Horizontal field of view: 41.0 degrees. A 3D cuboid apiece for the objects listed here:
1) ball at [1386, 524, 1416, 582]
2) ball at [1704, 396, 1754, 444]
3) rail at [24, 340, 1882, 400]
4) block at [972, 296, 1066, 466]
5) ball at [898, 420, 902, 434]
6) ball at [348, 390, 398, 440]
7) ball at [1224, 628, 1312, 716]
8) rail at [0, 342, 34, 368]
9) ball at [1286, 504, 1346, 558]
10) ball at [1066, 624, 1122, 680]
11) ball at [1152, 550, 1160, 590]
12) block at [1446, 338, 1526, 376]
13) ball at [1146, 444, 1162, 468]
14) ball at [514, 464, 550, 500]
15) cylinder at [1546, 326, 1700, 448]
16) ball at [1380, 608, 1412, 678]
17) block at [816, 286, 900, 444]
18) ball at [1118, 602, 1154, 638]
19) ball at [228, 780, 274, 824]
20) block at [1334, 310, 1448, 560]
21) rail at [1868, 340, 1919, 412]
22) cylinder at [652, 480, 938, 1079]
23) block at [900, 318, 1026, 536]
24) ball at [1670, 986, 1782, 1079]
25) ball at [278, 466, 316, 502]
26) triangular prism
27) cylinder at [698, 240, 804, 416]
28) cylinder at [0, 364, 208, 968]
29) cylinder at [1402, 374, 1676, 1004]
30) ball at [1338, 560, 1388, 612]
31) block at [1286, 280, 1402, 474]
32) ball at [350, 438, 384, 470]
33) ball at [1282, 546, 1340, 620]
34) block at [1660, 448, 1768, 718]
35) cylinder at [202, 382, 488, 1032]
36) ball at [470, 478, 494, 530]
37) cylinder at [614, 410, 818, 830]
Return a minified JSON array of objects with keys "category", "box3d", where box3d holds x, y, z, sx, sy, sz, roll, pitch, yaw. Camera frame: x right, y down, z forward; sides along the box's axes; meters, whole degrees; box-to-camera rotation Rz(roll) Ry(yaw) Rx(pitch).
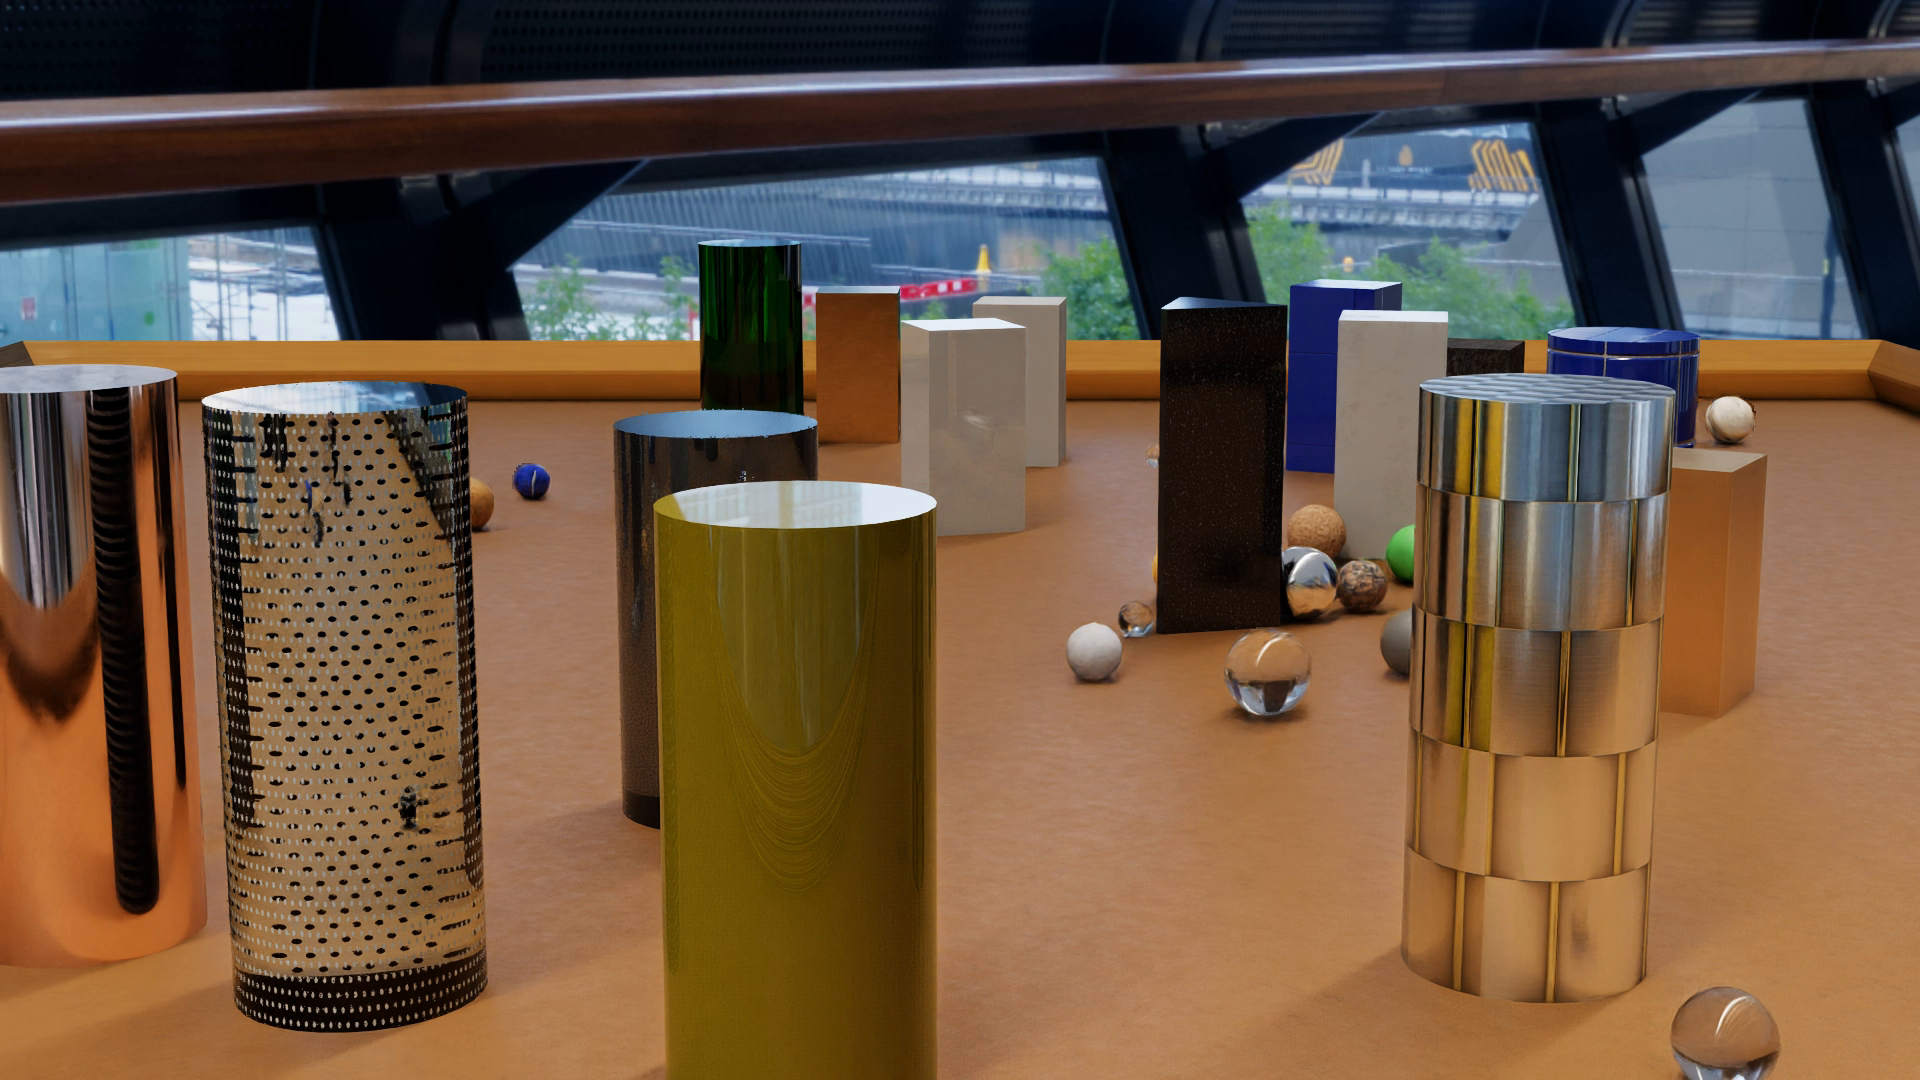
[{"category":"ball","box3d":[0.648,0.020,3.651,0.083,0.083,0.083,0,10,0]},{"category":"ball","box3d":[1.499,-0.234,4.999,0.092,0.092,0.092,0,10,0]},{"category":"rail","box3d":[-0.013,-0.371,5.633,4.094,0.129,0.045,0,10,0]},{"category":"block","box3d":[0.112,-0.296,4.771,0.158,0.297,0.158,1,11,7]},{"category":"ball","box3d":[-0.088,-0.221,5.010,0.062,0.062,0.062,0,10,0]},{"category":"ball","box3d":[-1.158,-0.248,5.057,0.097,0.097,0.097,0,10,0]},{"category":"ball","box3d":[0.348,0.150,2.906,0.099,0.099,0.099,0,10,0]},{"category":"rail","box3d":[-2.023,0.035,3.437,0.045,0.129,4.490,0,10,0]},{"category":"ball","box3d":[0.526,-0.009,3.792,0.088,0.088,0.088,0,10,0]},{"category":"ball","box3d":[0.161,0.134,3.075,0.068,0.068,0.068,0,10,0]},{"category":"ball","box3d":[0.307,0.041,3.529,0.086,0.086,0.086,0,10,0]},{"category":"block","box3d":[0.865,-0.204,4.369,0.158,0.262,0.158,4,11,21]},{"category":"ball","box3d":[0.361,-0.154,4.694,0.045,0.045,0.045,0,10,0]},{"category":"ball","box3d":[-0.726,-0.099,4.354,0.061,0.061,0.061,0,10,0]},{"category":"cylinder","box3d":[0.886,-0.092,3.461,0.198,0.372,0.198,0,10,0]},{"category":"ball","box3d":[0.547,0.124,3.085,0.083,0.083,0.083,0,10,0]},{"category":"block","box3d":[-0.199,-0.347,5.054,0.158,0.293,0.158,0,10,1]},{"category":"ball","box3d":[0.227,0.102,3.307,0.046,0.046,0.046,0,10,0]},{"category":"ball","box3d":[-0.689,0.255,2.495,0.042,0.042,0.042,0,10,0]},{"category":"block","box3d":[0.649,-0.160,3.868,0.158,0.357,0.158,2,11,10]},{"category":"rail","box3d":[2.023,0.031,3.460,0.045,0.129,4.490,0,10,0]},{"category":"cylinder","box3d":[-0.115,0.183,1.831,0.198,0.425,0.198,0,10,0]},{"category":"block","box3d":[0.004,-0.182,4.083,0.158,0.323,0.158,-3,11,-17]},{"category":"ball","box3d":[0.548,0.359,1.839,0.076,0.076,0.076,0,10,0]},{"category":"ball","box3d":[-1.119,-0.095,4.327,0.062,0.062,0.062,0,10,0]},{"category":"triangular prism","box3d":[0.319,-0.103,3.382,0.171,0.422,0.148,-3,11,-16]},{"category":"cylinder","box3d":[-0.400,-0.372,4.914,0.198,0.393,0.198,0,10,0]},{"category":"cylinder","box3d":[-0.746,0.099,2.150,0.198,0.473,0.198,0,10,0]},{"category":"cylinder","box3d":[0.464,0.113,2.072,0.198,0.474,0.198,0,10,0]},{"category":"ball","box3d":[0.541,0.062,3.459,0.071,0.071,0.071,0,10,0]},{"category":"block","box3d":[0.700,-0.298,4.677,0.158,0.336,0.158,5,12,27]},{"category":"ball","box3d":[-1.080,-0.157,4.670,0.060,0.060,0.060,0,10,0]},{"category":"ball","box3d":[0.455,0.057,3.407,0.099,0.099,0.099,0,10,0]},{"category":"block","box3d":[0.829,0.044,2.977,0.158,0.281,0.158,6,12,30]},{"category":"cylinder","box3d":[-0.478,0.124,2.010,0.198,0.476,0.198,0,10,0]},{"category":"ball","box3d":[-0.780,-0.058,4.067,0.084,0.084,0.084,0,10,0]},{"category":"cylinder","box3d":[-0.237,0.076,2.523,0.198,0.384,0.198,0,10,0]}]
